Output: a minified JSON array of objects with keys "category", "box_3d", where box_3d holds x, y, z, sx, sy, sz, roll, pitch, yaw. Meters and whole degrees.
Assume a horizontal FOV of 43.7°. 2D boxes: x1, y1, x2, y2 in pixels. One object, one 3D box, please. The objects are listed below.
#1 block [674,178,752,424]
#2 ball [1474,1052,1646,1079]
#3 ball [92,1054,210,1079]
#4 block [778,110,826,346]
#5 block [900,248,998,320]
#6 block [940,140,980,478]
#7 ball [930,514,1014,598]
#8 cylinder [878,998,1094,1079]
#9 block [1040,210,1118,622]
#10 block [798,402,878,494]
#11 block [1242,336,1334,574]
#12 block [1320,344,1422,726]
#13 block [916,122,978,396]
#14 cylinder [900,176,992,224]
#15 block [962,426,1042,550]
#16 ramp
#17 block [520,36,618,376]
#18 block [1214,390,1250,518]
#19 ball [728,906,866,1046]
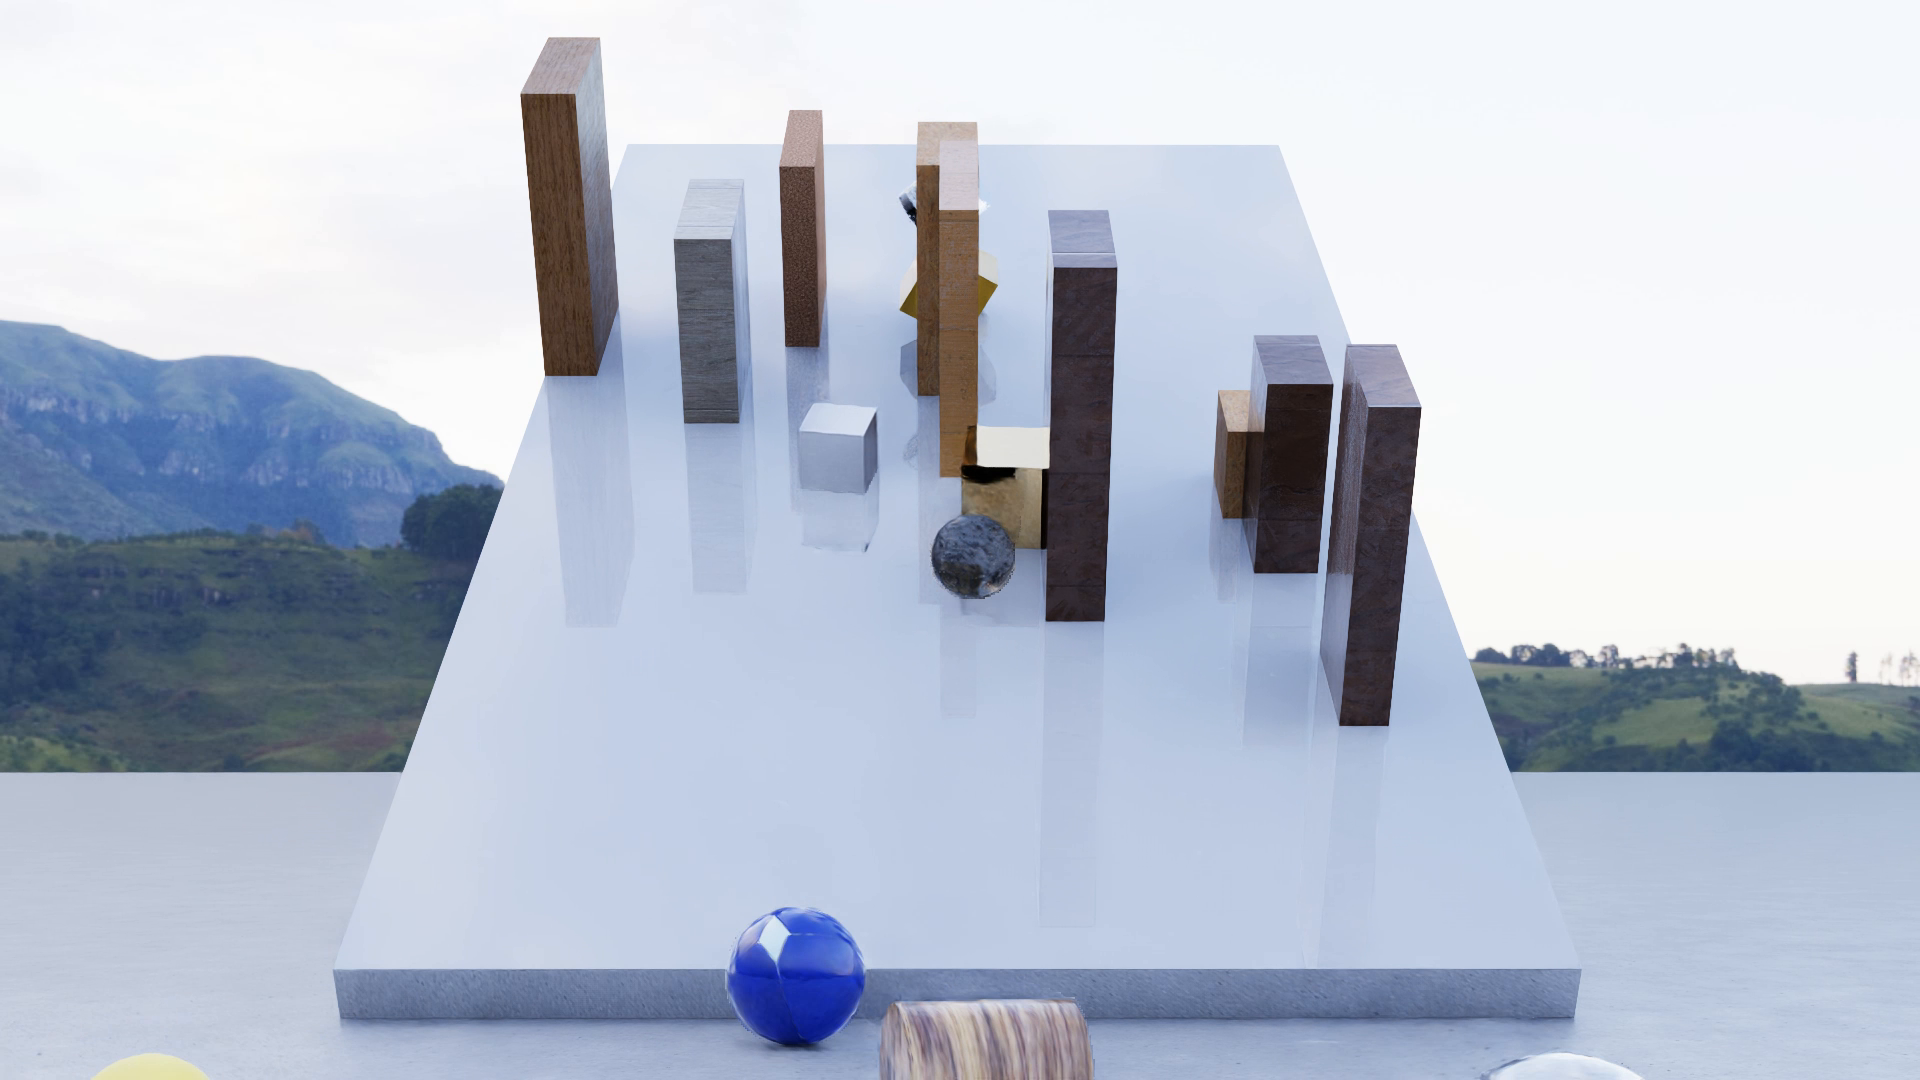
[{"category":"block","box_3d":[-0.582,-0.569,5.664,0.129,0.460,0.394,0,28,0]},{"category":"ball","box_3d":[0.419,0.460,1.654,0.207,0.207,0.207,0,-5,0]},{"category":"ball","box_3d":[-0.751,0.546,2.210,0.141,0.141,0.141,0,-5,0]},{"category":"block","box_3d":[-0.395,-0.795,6.068,0.085,0.474,0.431,0,28,0]},{"category":"block","box_3d":[-0.029,-0.646,6.034,0.181,0.181,0.181,27,25,-14]},{"category":"block","box_3d":[-0.003,-0.524,5.400,0.084,0.635,0.444,0,28,0]},{"category":"ball","box_3d":[0.025,0.032,4.796,0.168,0.168,0.168,0,-5,0]},{"category":"cylinder","box_3d":[0.023,0.540,2.337,0.177,0.177,0.177,1,-5,-12]},{"category":"block","box_3d":[0.231,-0.243,4.749,0.119,0.761,0.300,0,28,0]},{"category":"block","box_3d":[-0.269,-0.203,5.320,0.146,0.146,0.146,5,29,9]},{"category":"block","box_3d":[0.678,-0.179,4.978,0.133,0.432,0.244,0,28,0]},{"category":"block","box_3d":[0.754,-0.006,4.424,0.092,0.657,0.271,0,28,0]},{"category":"block","box_3d":[-0.030,-0.675,5.738,0.143,0.579,0.311,0,28,0]},{"category":"cylinder","box_3d":[-0.034,-0.843,5.917,0.164,0.164,0.164,-37,-19,18]},{"category":"block","box_3d":[0.107,-0.113,5.106,0.192,0.192,0.192,2,28,3]},{"category":"ramp","box_3d":[-0.012,-0.221,5.611,2.000,0.100,4.000,0,28,0]},{"category":"block","box_3d":[-0.949,-0.819,5.860,0.127,0.711,0.447,0,28,0]},{"category":"block","box_3d":[0.674,-0.188,5.231,0.210,0.210,0.210,0,28,0]},{"category":"ball","box_3d":[-0.240,0.638,3.502,0.201,0.201,0.201,0,-5,0]}]
